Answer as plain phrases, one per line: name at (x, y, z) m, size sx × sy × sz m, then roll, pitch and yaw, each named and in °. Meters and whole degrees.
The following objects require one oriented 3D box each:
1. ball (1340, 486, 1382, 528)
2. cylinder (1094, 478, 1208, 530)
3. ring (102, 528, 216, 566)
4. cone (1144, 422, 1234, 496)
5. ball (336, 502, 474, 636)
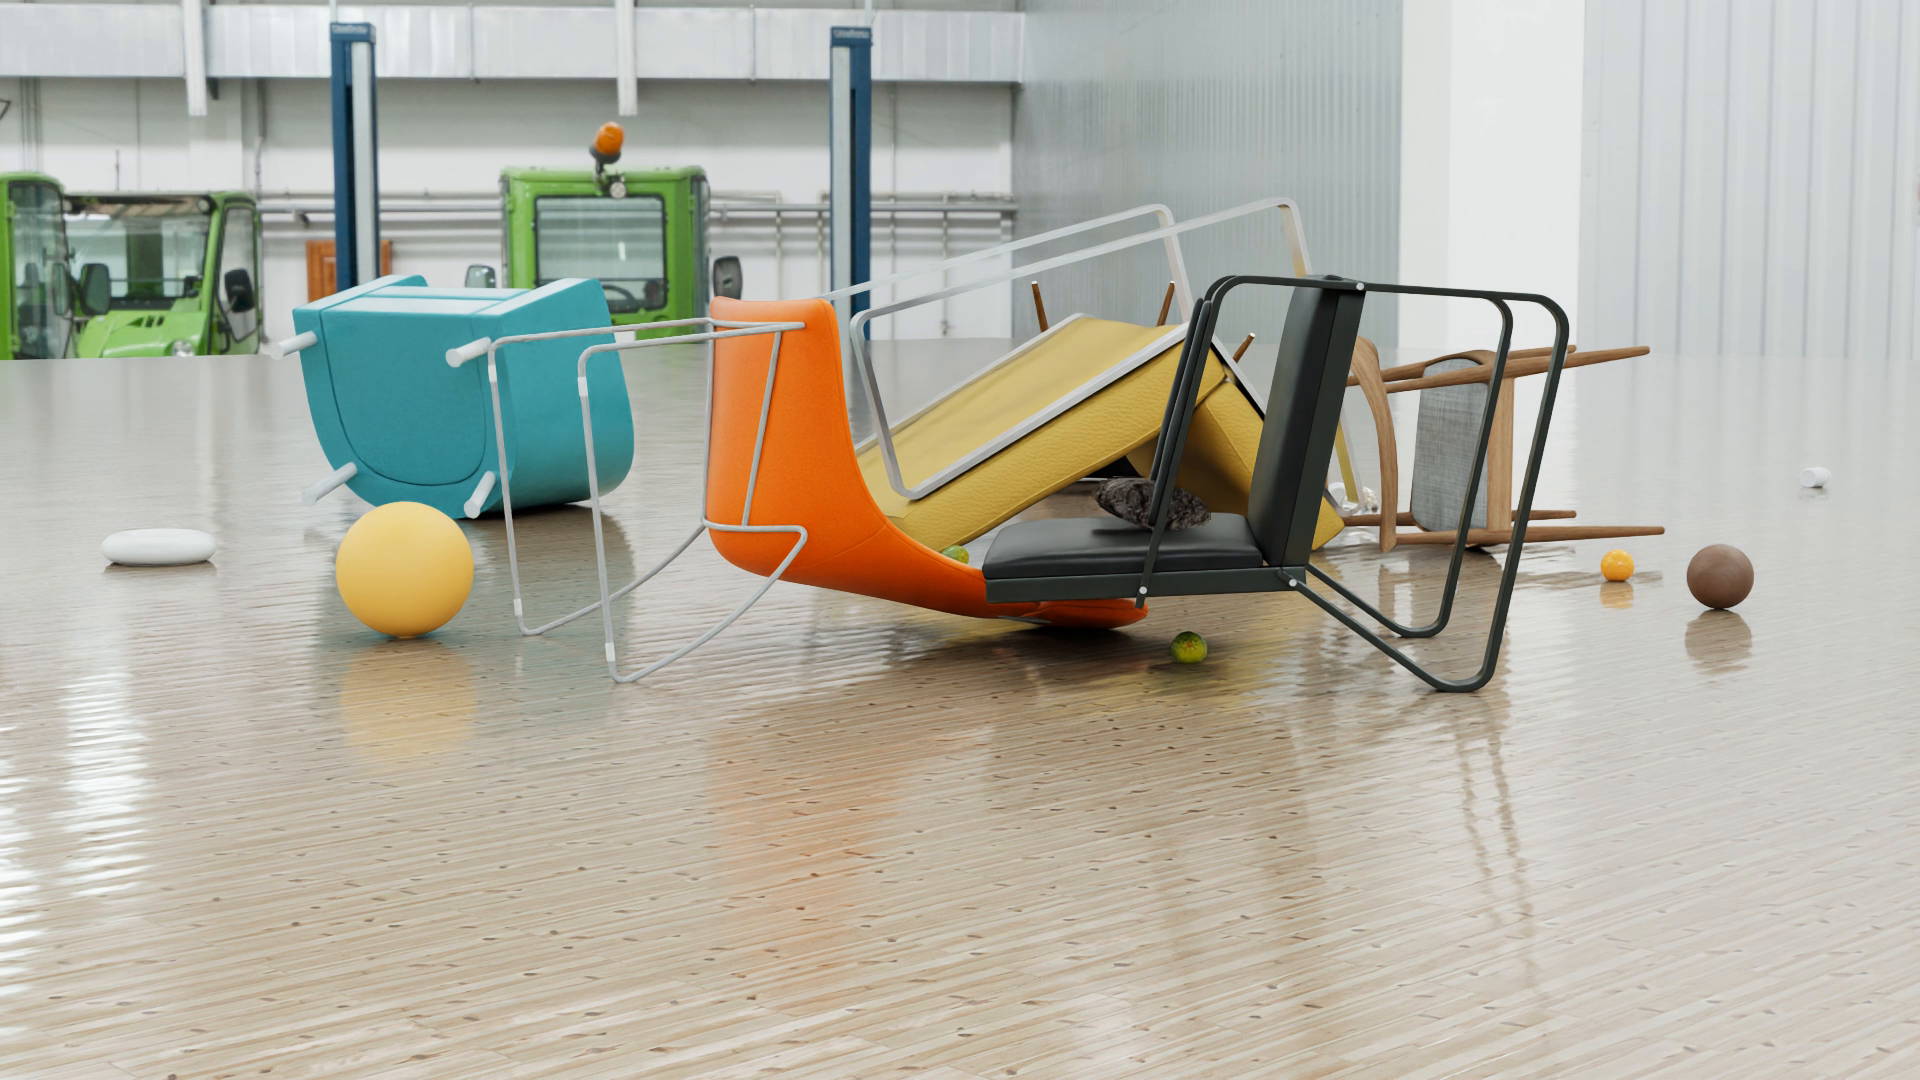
ball at (1.048, -0.085, 6.703) m, size 0.109 × 0.109 × 0.109 m, roll 0°, pitch 6°, yaw 0°
cylinder at (0.324, -0.061, 4.351) m, size 0.170 × 0.076 × 0.130 m, roll 9°, pitch 4°, yaw -10°
ring at (-1.854, 0.016, 5.939) m, size 0.258 × 0.067 × 0.256 m, roll 1°, pitch 7°, yaw 3°
cone at (0.628, -0.184, 7.665) m, size 0.311 × 0.264 × 0.130 m, roll -27°, pitch -12°, yaw -29°
ball at (-1.014, 0.053, 4.689) m, size 0.248 × 0.248 × 0.248 m, roll 0°, pitch 6°, yaw 0°
